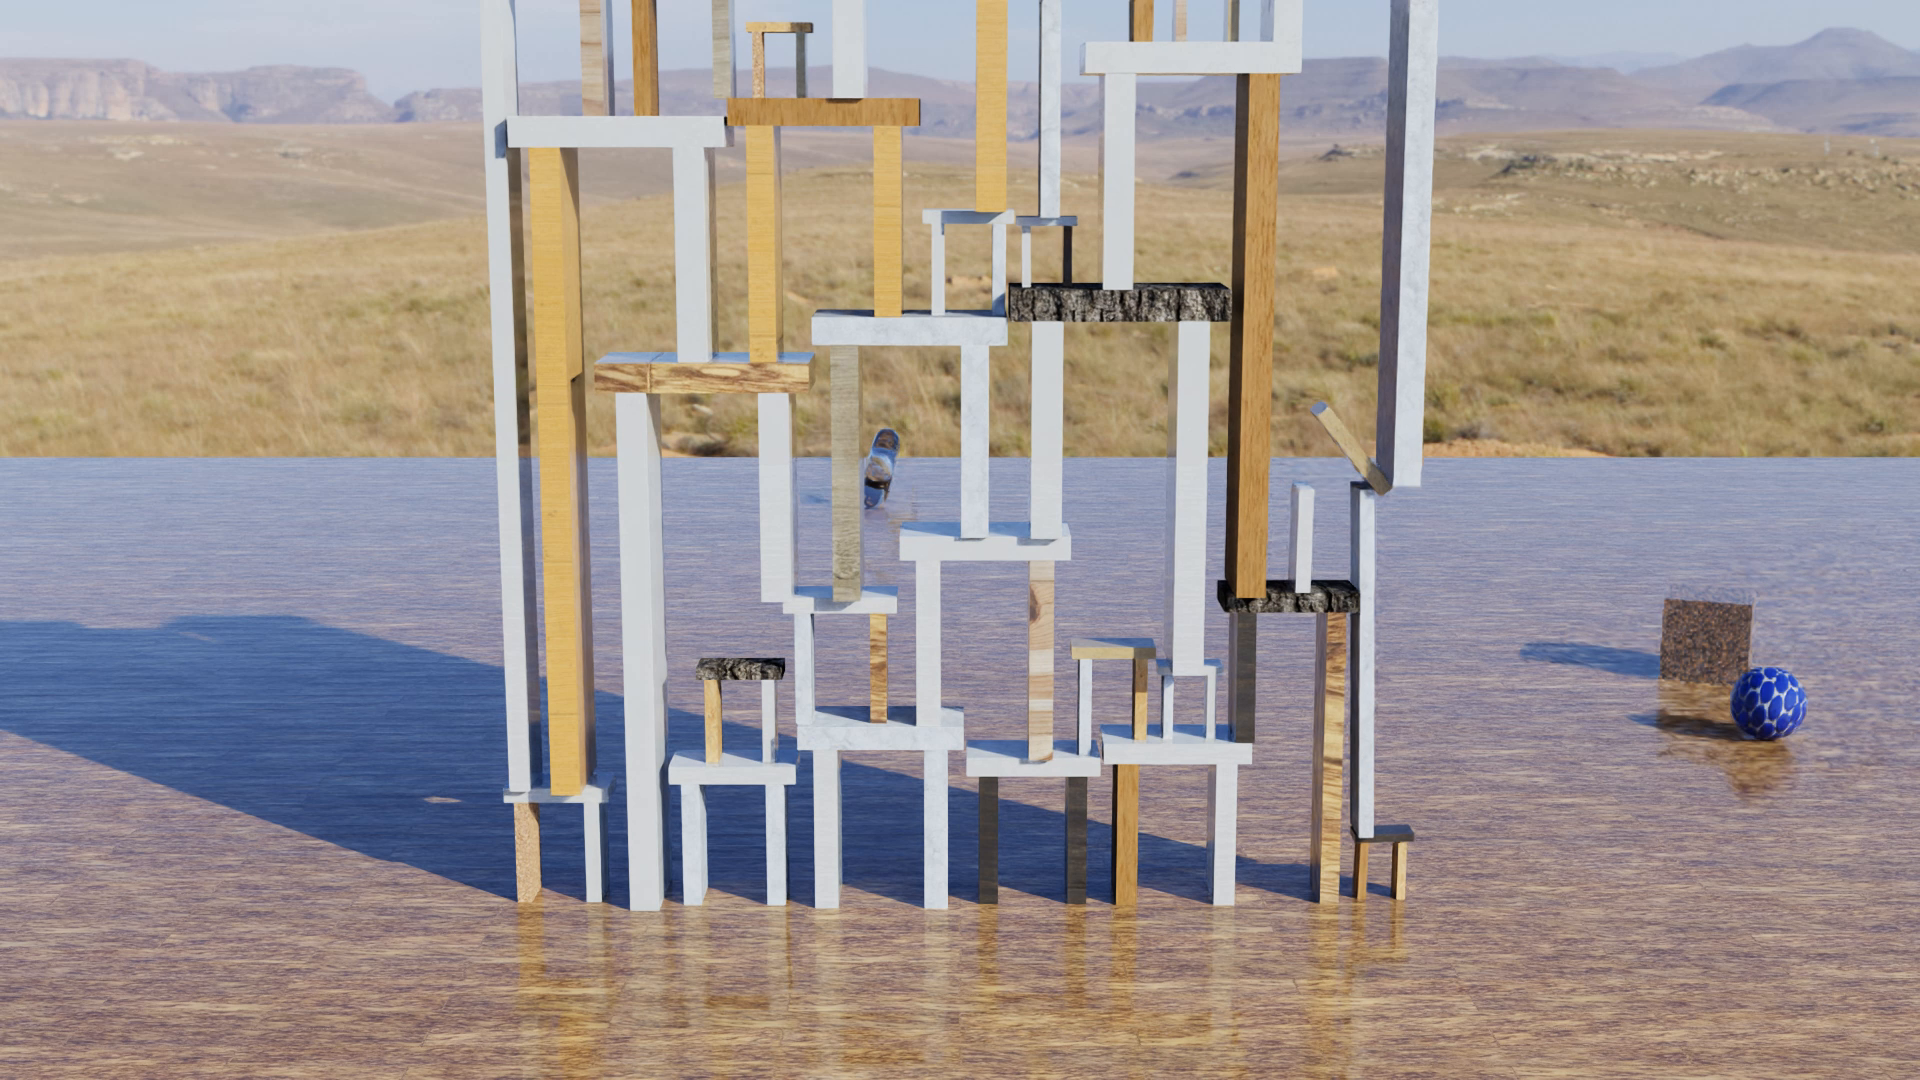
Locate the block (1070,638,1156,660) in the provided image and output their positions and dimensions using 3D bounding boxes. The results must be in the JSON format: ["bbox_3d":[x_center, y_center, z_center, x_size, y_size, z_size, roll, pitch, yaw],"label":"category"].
[{"bbox_3d":[0.249,0.177,3.593,0.136,0.019,0.068,0,11,0],"label":"block"}]

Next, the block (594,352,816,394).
[{"bbox_3d":[-0.403,-0.268,3.511,0.334,0.047,0.167,0,11,0],"label":"block"}]

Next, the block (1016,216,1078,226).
[{"bbox_3d":[0.136,-0.503,3.467,0.096,0.014,0.048,0,11,0],"label":"block"}]

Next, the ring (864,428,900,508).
[{"bbox_3d":[-0.269,-0.242,7.434,0.093,0.280,0.280,14,11,-1],"label":"ring"}]

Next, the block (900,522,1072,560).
[{"bbox_3d":[0.040,0.001,3.563,0.273,0.039,0.136,0,11,0],"label":"block"}]

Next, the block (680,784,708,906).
[{"bbox_3d":[-0.439,0.489,3.646,0.029,0.206,0.103,0,11,0],"label":"block"}]

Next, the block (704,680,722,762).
[{"bbox_3d":[-0.405,0.289,3.617,0.020,0.140,0.070,0,11,0],"label":"block"}]

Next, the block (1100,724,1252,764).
[{"bbox_3d":[0.354,0.336,3.626,0.240,0.034,0.120,0,11,0],"label":"block"}]

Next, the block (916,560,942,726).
[{"bbox_3d":[-0.051,0.154,3.591,0.039,0.273,0.136,0,10,0],"label":"block"}]

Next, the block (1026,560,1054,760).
[{"bbox_3d":[0.131,0.183,3.597,0.039,0.330,0.136,0,11,0],"label":"block"}]

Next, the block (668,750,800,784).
[{"bbox_3d":[-0.371,0.374,3.625,0.206,0.029,0.103,0,11,0],"label":"block"}]

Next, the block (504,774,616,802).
[{"bbox_3d":[-0.661,0.410,3.636,0.171,0.024,0.086,0,11,0],"label":"block"}]

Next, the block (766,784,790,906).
[{"bbox_3d":[-0.302,0.489,3.646,0.029,0.206,0.103,0,11,0],"label":"block"}]

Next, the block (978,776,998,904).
[{"bbox_3d":[0.047,0.482,3.653,0.031,0.218,0.109,0,11,0],"label":"block"}]

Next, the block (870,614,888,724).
[{"bbox_3d":[-0.132,0.199,3.594,0.026,0.183,0.091,0,11,0],"label":"block"}]

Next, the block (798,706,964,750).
[{"bbox_3d":[-0.129,0.308,3.613,0.268,0.038,0.134,0,11,0],"label":"block"}]

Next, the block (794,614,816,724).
[{"bbox_3d":[-0.254,0.199,3.594,0.026,0.183,0.091,0,11,0],"label":"block"}]

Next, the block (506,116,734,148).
[{"bbox_3d":[-0.527,-0.639,3.442,0.330,0.047,0.165,0,11,0],"label":"block"}]

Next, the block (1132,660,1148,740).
[{"bbox_3d":[0.295,0.253,3.607,0.019,0.136,0.068,0,11,0],"label":"block"}]

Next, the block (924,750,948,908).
[{"bbox_3d":[-0.039,0.459,3.640,0.038,0.268,0.134,0,11,0],"label":"block"}]

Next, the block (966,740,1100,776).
[{"bbox_3d":[0.119,0.360,3.630,0.218,0.031,0.109,0,11,0],"label":"block"}]

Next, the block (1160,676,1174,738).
[{"bbox_3d":[0.340,0.267,3.613,0.015,0.106,0.053,0,11,0],"label":"block"}]

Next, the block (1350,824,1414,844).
[{"bbox_3d":[0.700,0.487,3.646,0.097,0.014,0.049,-2,11,0],"label":"block"}]

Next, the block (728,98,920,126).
[{"bbox_3d":[-0.209,-0.669,3.437,0.293,0.042,0.147,0,11,0],"label":"block"}]

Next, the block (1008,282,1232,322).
[{"bbox_3d":[0.250,-0.378,3.490,0.343,0.049,0.171,0,11,0],"label":"block"}]

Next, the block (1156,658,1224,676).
[{"bbox_3d":[0.375,0.208,3.601,0.106,0.015,0.053,0,11,0],"label":"block"}]

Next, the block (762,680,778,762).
[{"bbox_3d":[-0.312,0.289,3.617,0.020,0.139,0.070,0,11,0],"label":"block"}]

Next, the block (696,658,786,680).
[{"bbox_3d":[-0.359,0.211,3.603,0.140,0.020,0.070,0,11,0],"label":"block"}]

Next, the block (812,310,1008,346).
[{"bbox_3d":[-0.079,-0.338,3.497,0.305,0.043,0.153,0,11,0],"label":"block"}]

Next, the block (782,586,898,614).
[{"bbox_3d":[-0.193,0.097,3.575,0.183,0.026,0.091,0,11,0],"label":"block"}]

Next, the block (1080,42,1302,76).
[{"bbox_3d":[0.354,-0.748,3.419,0.329,0.047,0.164,0,11,0],"label":"block"}]

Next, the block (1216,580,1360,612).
[{"bbox_3d":[0.533,0.091,3.580,0.217,0.031,0.108,0,11,0],"label":"block"}]

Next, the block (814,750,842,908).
[{"bbox_3d":[-0.218,0.459,3.640,0.038,0.268,0.134,0,11,0],"label":"block"}]

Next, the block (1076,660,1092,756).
[{"bbox_3d":[0.204,0.266,3.609,0.019,0.162,0.068,0,11,0],"label":"block"}]

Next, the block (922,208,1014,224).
[{"bbox_3d":[0.013,-0.510,3.464,0.143,0.020,0.072,0,11,0],"label":"block"}]

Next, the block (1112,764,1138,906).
[{"bbox_3d":[0.273,0.471,3.651,0.034,0.240,0.120,0,11,0],"label":"block"}]

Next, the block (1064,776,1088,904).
[{"bbox_3d":[0.192,0.482,3.653,0.031,0.218,0.109,0,11,0],"label":"block"}]

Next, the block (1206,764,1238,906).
[{"bbox_3d":[0.434,0.471,3.651,0.034,0.240,0.120,0,11,0],"label":"block"}]

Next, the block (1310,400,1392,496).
[{"bbox_3d":[0.627,-0.147,3.530,0.024,0.167,0.084,-39,8,7],"label":"block"}]

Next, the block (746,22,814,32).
[{"bbox_3d":[-0.279,-0.795,3.411,0.101,0.014,0.050,0,11,0],"label":"block"}]
